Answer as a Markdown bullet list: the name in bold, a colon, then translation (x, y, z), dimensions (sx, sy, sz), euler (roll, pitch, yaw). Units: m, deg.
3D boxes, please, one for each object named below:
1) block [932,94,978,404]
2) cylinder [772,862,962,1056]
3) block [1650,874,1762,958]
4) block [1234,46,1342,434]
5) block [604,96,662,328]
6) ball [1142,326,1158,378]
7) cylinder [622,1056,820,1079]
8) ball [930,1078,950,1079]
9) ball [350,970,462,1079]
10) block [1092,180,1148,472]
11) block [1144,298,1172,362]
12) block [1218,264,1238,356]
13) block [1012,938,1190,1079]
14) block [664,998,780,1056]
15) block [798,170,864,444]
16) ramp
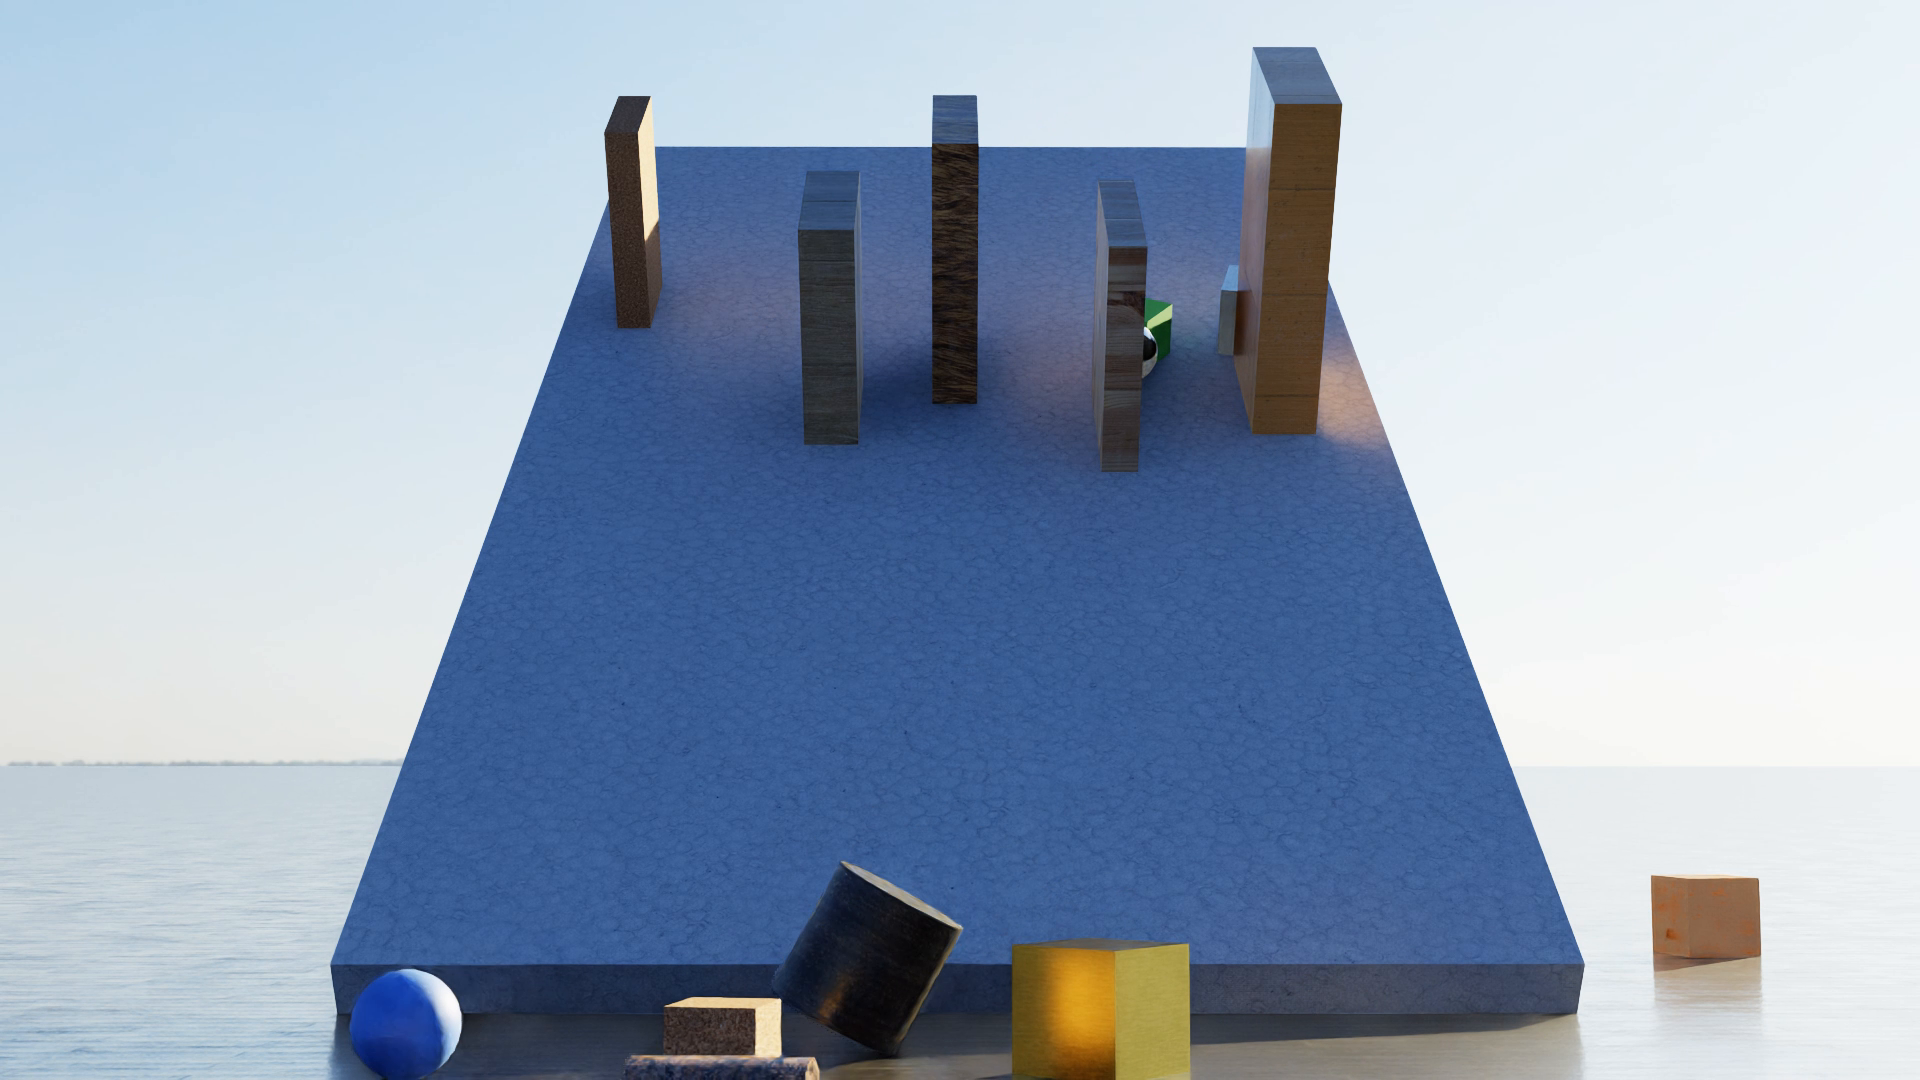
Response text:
- **block**: translation (-0.012, -0.692, 5.682), dimensions (0.106, 0.644, 0.356), euler (0, 28, 0)
- **cylinder**: translation (-0.129, 0.583, 3.336), dimensions (0.196, 0.196, 0.196), euler (29, -4, 2)
- **block**: translation (1.575, 0.793, 5.046), dimensions (0.162, 0.162, 0.162), euler (1, -5, -11)
- **block**: translation (0.751, -0.694, 5.534), dimensions (0.147, 0.791, 0.426), euler (0, 28, 0)
- **block**: translation (-0.829, -0.836, 6.081), dimensions (0.083, 0.517, 0.291), euler (0, 28, 0)
- **ball**: translation (0.403, -0.454, 5.763), dimensions (0.150, 0.150, 0.150), euler (0, -5, 0)
- **cylinder**: translation (-0.202, 0.515, 2.021), dimensions (0.153, 0.153, 0.153), euler (0, -5, 4)
- **ball**: translation (-0.018, 0.542, 2.118), dimensions (0.125, 0.125, 0.125), euler (0, -5, 0)
- **ball**: translation (-0.709, 0.621, 3.058), dimensions (0.140, 0.140, 0.140), euler (0, -5, 0)
- **block**: translation (0.358, -0.491, 5.419), dimensions (0.082, 0.538, 0.424), euler (0, 28, 0)
- **block**: translation (0.433, -0.514, 5.896), dimensions (0.131, 0.131, 0.131), euler (16, 32, 28)
- **block**: translation (0.742, -0.569, 5.959), dimensions (0.171, 0.171, 0.171), euler (6, 29, 11)
- **block**: translation (0.185, 0.614, 3.132), dimensions (0.167, 0.167, 0.167), euler (-4, -7, 39)
- **block**: translation (-0.288, 0.619, 2.897), dimensions (0.114, 0.114, 0.114), euler (-1, -5, 11)
- **block**: translation (-0.295, -0.540, 5.523), dimensions (0.123, 0.523, 0.384), euler (0, 28, 0)
- **ramp**: translation (-0.011, -0.222, 5.591), dimensions (2.000, 0.100, 4.000), euler (0, 28, 0)
